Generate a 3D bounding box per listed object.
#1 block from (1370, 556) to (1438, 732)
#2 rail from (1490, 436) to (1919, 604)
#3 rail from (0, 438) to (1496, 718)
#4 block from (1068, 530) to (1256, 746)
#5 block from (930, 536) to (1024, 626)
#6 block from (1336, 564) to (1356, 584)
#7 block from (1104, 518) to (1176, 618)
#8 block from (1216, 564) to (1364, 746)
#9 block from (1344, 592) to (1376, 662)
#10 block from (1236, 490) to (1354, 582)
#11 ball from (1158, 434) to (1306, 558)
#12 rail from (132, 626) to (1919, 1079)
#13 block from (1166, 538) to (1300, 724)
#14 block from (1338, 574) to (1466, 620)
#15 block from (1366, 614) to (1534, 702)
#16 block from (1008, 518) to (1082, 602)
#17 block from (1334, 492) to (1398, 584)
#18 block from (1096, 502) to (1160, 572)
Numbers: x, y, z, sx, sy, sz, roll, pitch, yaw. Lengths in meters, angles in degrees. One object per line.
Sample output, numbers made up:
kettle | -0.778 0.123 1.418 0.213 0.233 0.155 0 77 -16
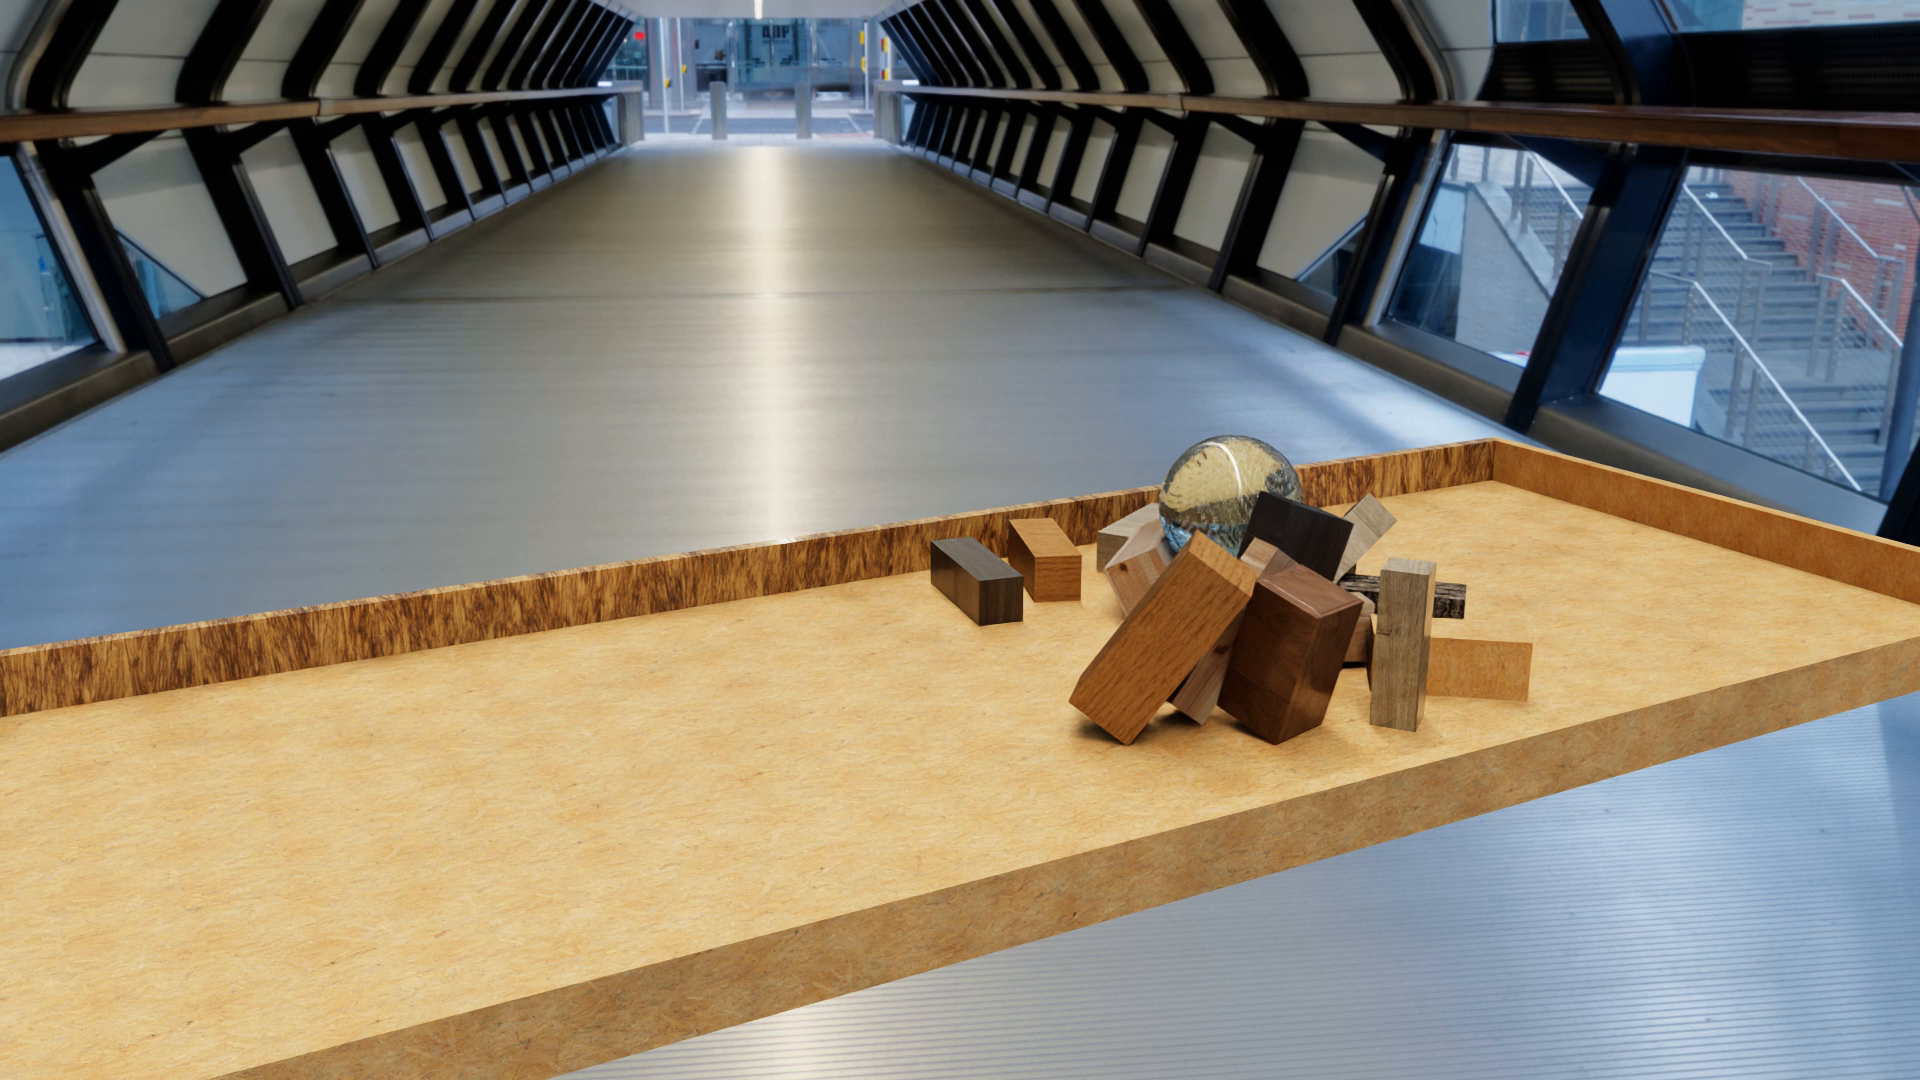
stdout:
block | 1.033 0.243 3.849 0.108 0.383 0.108 7 18 24
rail | 2.466 -0.048 5.253 0.050 0.150 2.100 -9 18 -27
rail | -3.305 0.497 3.399 12.000 0.150 0.050 -9 18 -27
block | 0.460 0.223 3.750 0.170 0.460 0.170 37 22 1
block | 0.044 0.114 4.735 0.131 0.131 0.414 -6 17 -19
block | 0.951 0.071 4.857 0.415 0.144 0.144 -6 18 -21
block | 0.572 0.064 4.743 0.164 0.164 0.454 -24 7 24
block | 0.757 0.263 3.793 0.180 0.341 0.180 -15 37 -41
block | 0.887 0.225 4.287 0.340 0.152 0.152 0 9 -1
block | 0.783 0.124 4.082 0.176 0.438 0.176 16 8 -19
ball | 0.749 -0.092 4.554 0.399 0.399 0.399 0 16 0
rail | -2.336 1.006 1.665 12.000 0.150 0.050 -9 18 -27
block | 0.634 0.214 3.892 0.106 0.439 0.106 34 0 -25
block | 1.188 0.192 4.449 0.328 0.142 0.142 5 17 17
block | 1.211 0.291 4.098 0.373 0.151 0.151 3 17 10
block | 0.249 0.056 4.921 0.137 0.137 0.400 -3 17 -9
block | 1.000 0.062 4.519 0.450 0.110 0.110 -41 -7 -22
block | 0.571 -0.004 5.147 0.125 0.125 0.399 9 19 29
